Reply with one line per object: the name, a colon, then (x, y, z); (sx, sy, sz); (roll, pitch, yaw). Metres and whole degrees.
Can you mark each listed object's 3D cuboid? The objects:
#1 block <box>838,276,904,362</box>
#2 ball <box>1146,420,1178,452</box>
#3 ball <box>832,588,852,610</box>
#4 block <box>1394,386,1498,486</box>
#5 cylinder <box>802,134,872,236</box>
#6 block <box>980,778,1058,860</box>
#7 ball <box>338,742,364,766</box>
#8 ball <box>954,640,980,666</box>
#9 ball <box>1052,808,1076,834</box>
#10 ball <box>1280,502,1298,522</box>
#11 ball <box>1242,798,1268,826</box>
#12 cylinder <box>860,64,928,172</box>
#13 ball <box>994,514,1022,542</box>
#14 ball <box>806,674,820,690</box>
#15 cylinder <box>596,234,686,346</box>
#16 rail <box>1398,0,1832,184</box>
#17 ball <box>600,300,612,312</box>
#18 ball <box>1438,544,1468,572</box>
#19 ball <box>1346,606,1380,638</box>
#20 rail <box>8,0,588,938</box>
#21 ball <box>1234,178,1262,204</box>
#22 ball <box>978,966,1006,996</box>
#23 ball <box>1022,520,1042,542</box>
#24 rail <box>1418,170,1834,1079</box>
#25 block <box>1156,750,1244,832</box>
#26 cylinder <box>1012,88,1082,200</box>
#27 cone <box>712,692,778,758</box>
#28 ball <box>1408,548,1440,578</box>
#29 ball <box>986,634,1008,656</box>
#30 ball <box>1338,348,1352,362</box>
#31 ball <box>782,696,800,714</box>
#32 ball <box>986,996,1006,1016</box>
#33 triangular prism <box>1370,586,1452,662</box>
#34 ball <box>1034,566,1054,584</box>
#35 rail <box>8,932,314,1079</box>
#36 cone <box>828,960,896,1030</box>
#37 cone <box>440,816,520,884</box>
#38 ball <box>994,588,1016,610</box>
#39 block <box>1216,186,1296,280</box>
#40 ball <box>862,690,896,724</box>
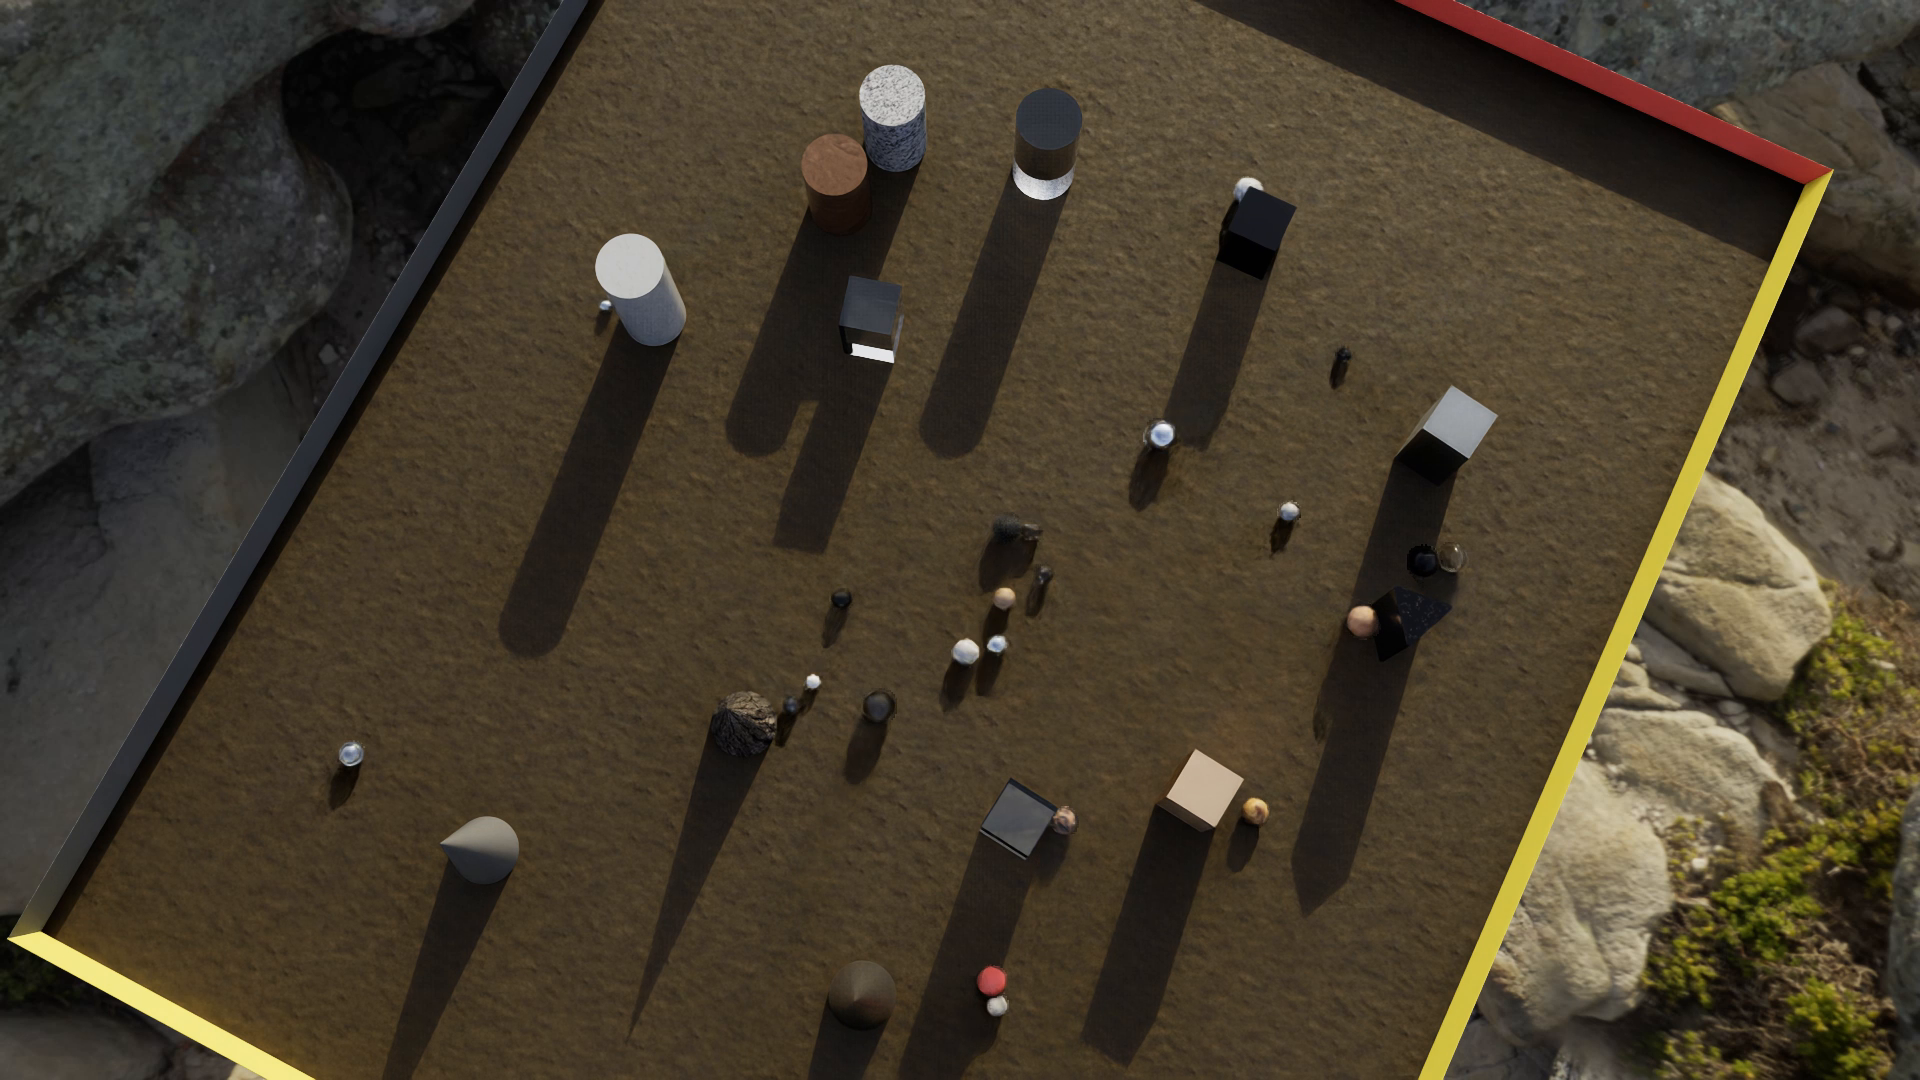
block: (-0.269, -0.674, 5.614); (0.159, 0.279, 0.159); (11, 79, 2)
ball: (0.620, -0.320, 5.632); (0.100, 0.100, 0.100); (0, 78, 0)
ball: (-0.358, 0.178, 5.547); (0.064, 0.064, 0.064); (0, 78, 0)
block: (1.455, -0.308, 5.502); (0.159, 0.350, 0.159); (35, 80, 7)
cylinder: (-0.378, -1.096, 5.675); (0.199, 0.330, 0.199); (0, 78, 0)
block: (0.167, 0.808, 5.288); (0.159, 0.317, 0.159); (32, 80, 6)
ball: (-1.810, 0.636, 5.449); (0.071, 0.071, 0.071); (0, 78, 0)
ball: (0.019, 0.337, 5.506); (0.080, 0.080, 0.080); (0, 78, 0)
ball: (0.307, 0.831, 5.404); (0.076, 0.076, 0.076); (0, 78, 0)
ball: (1.007, -0.086, 5.605); (0.057, 0.057, 0.057); (0, 78, 0)
ball: (0.871, 0.802, 5.411); (0.078, 0.078, 0.078); (0, 78, 0)
cylinder: (-0.205, -1.310, 5.711); (0.199, 0.347, 0.199); (0, 78, 0)
ball: (0.144, -0.038, 5.580); (0.086, 0.086, 0.086); (0, 78, 0)
ball: (-0.442, 0.427, 5.506); (0.044, 0.044, 0.044); (0, 78, 0)
cylinder: (-0.960, -0.750, 5.543); (0.199, 0.448, 0.199); (0, 78, 0)
rail: (1.005, -1.961, 5.955); (3.832, 0.129, 0.045); (26, 80, 5)
ball: (-1.111, -0.734, 5.748); (0.041, 0.041, 0.041); (0, 78, 0)
ball: (1.495, 0.054, 5.562); (0.085, 0.085, 0.085); (0, 78, 0)
ball: (1.200, 0.242, 5.457); (0.096, 0.096, 0.096); (0, 78, 0)
rail: (-1.693, -0.822, 5.720); (0.045, 0.129, 4.541); (26, 80, 5)
ball: (0.912, -1.101, 5.798); (0.092, 0.092, 0.092); (0, 78, 0)
ball: (0.091, 1.279, 5.310); (0.082, 0.082, 0.082); (0, 78, 0)
ball: (0.218, -0.029, 5.590); (0.064, 0.064, 0.064); (0, 78, 0)
rail: (1.693, 0.836, 5.377); (0.045, 0.129, 4.541); (26, 80, 5)
block: (0.691, 0.729, 5.309); (0.159, 0.307, 0.159); (32, 80, 6)
cylinder: (0.267, -1.221, 5.673); (0.199, 0.386, 0.199); (0, 78, 0)
cone: (-0.648, 0.509, 5.294); (0.199, 0.426, 0.199); (0, 78, 0)
ball: (1.406, 0.067, 5.556); (0.092, 0.092, 0.092); (0, 78, 0)
ball: (0.112, 0.316, 5.517); (0.067, 0.067, 0.067); (0, 78, 0)
ball: (1.199, -0.579, 5.713); (0.045, 0.045, 0.045); (0, 78, 0)
ball: (-0.505, 0.493, 5.487); (0.054, 0.054, 0.054); (0, 78, 0)
ball: (0.106, 1.349, 5.307); (0.060, 0.060, 0.060); (0, 78, 0)
triangular prism: (1.291, 0.224, 5.394); (0.172, 0.345, 0.149); (-39, 81, -7)
ball: (0.255, 0.105, 5.565); (0.058, 0.058, 0.058); (0, 78, 0)
rail: (-1.005, 1.975, 5.141); (3.832, 0.129, 0.045); (26, 80, 5)
cone: (-0.284, 1.286, 5.139); (0.199, 0.414, 0.199); (0, 78, 0)
cone: (-1.405, 0.869, 5.186); (0.199, 0.492, 0.199); (0, 78, 0)
ball: (0.135, 0.177, 5.545); (0.068, 0.068, 0.068); (0, 78, 0)
block: (0.917, -0.950, 5.682); (0.159, 0.256, 0.159); (26, 79, 5)
ball: (-0.242, 0.498, 5.463); (0.099, 0.099, 0.099); (0, 78, 0)
